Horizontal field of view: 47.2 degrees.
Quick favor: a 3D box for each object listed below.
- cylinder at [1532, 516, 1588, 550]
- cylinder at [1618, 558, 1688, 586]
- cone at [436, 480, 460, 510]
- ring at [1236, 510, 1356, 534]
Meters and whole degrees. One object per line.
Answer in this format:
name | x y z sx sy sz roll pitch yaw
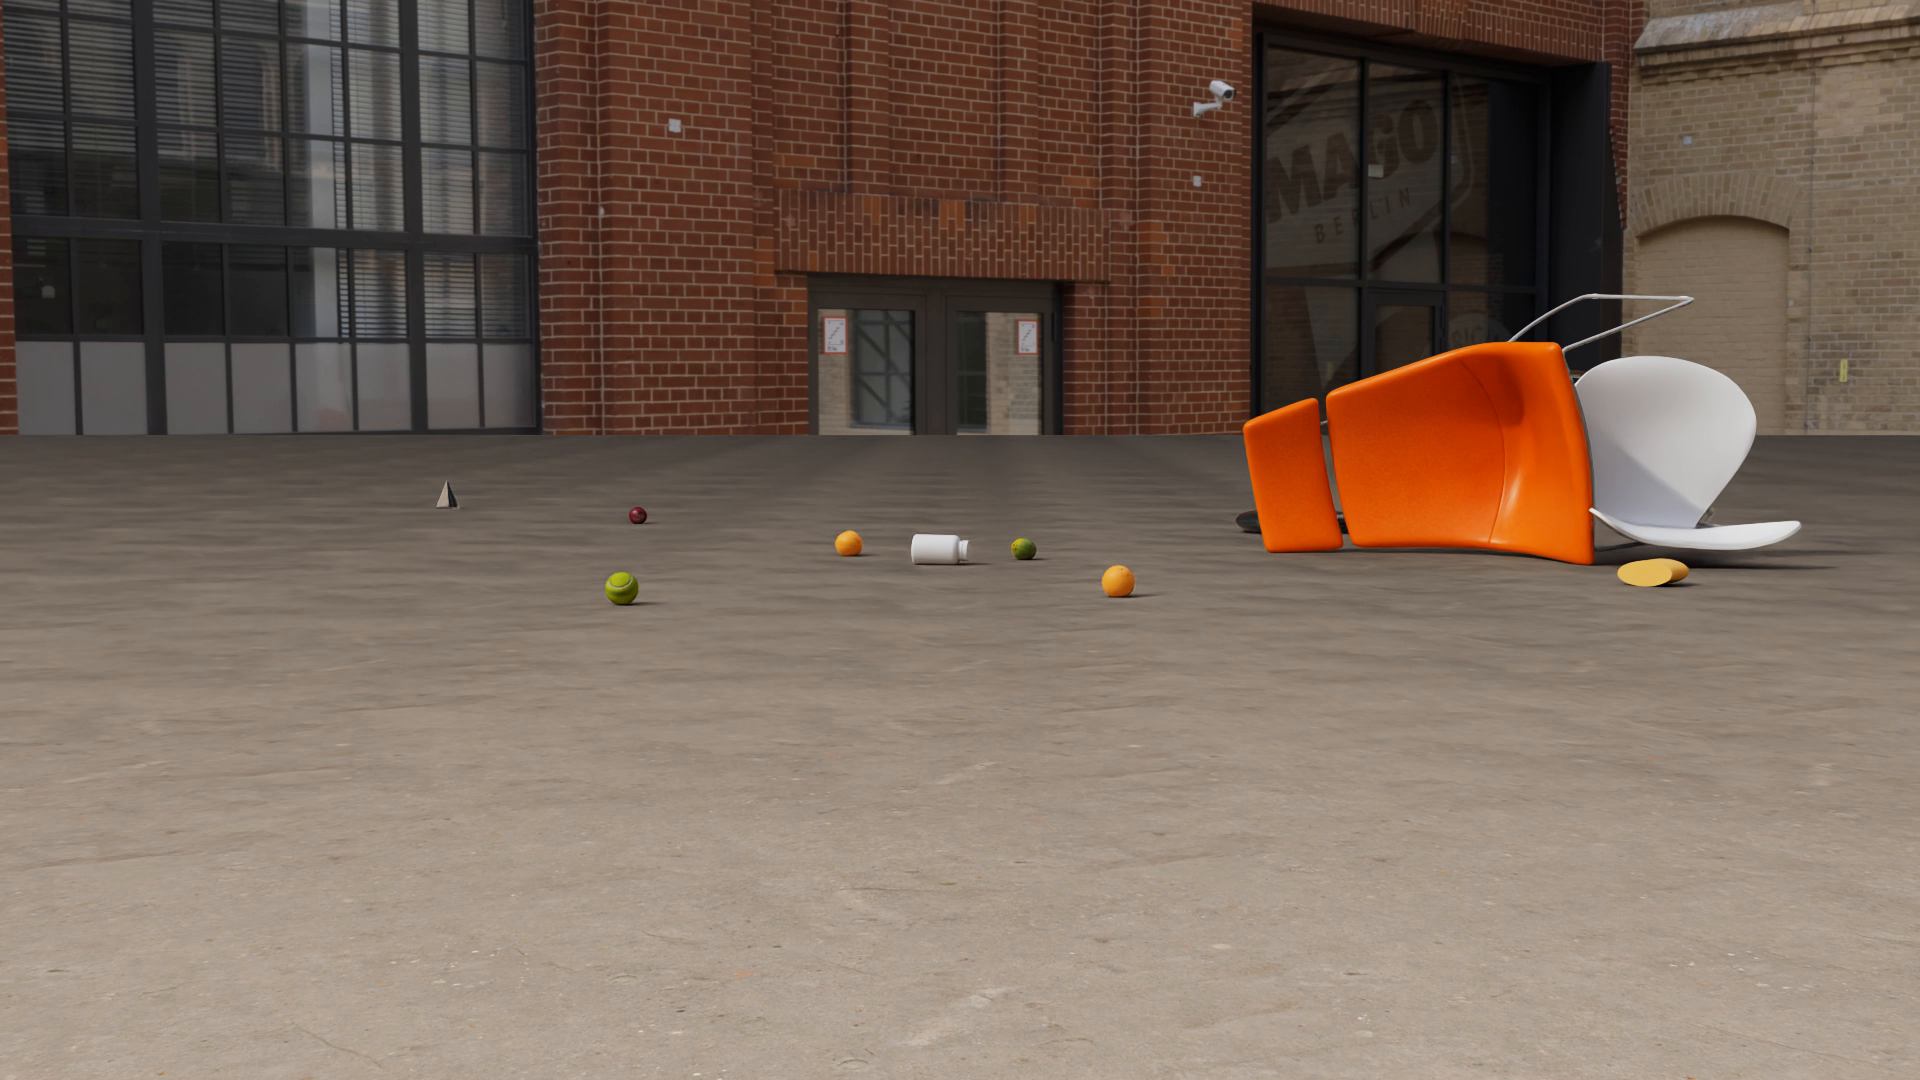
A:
cylinder | 1.698 -0.022 6.217 0.138 0.088 0.163 1 4 19
cylinder | 1.589 0.074 5.042 0.130 0.058 0.092 0 3 41
cone | -1.924 -0.172 8.246 0.121 0.110 0.053 2 5 30
ring | 1.057 -0.057 6.913 0.389 0.066 0.314 0 4 -13
